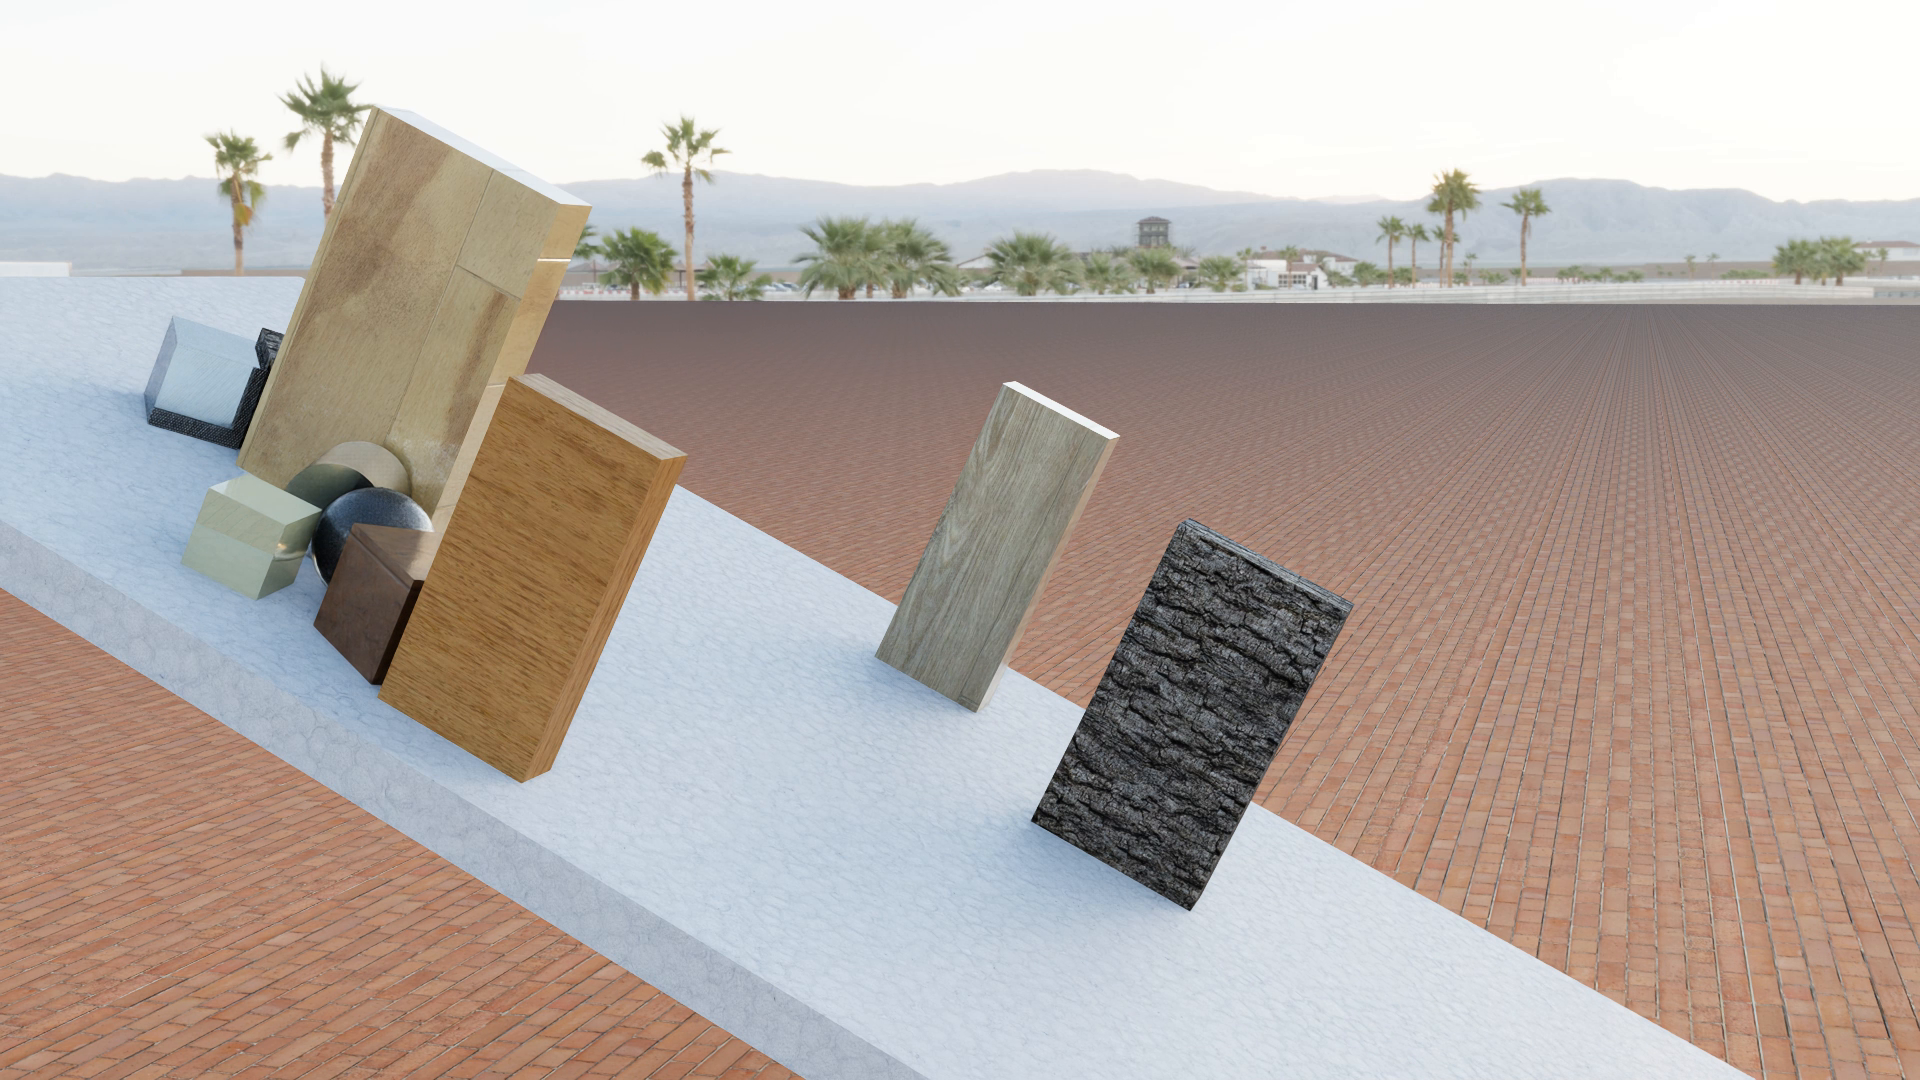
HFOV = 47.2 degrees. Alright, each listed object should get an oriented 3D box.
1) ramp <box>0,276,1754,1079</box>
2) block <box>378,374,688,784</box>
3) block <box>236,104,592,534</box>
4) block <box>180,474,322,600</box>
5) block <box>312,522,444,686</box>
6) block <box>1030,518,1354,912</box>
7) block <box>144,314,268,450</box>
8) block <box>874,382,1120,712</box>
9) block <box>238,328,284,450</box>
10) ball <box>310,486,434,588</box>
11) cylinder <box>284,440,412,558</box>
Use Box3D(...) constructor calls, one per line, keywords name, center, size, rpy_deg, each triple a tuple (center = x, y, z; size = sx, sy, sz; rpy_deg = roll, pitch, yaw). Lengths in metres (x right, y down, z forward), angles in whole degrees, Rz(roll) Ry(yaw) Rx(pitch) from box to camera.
Box3D(name="ramp", center=(-0.252, 0.426, 4.164), size=(4.000, 0.100, 2.000), rpy_deg=(28, 14, 12))
Box3D(name="block", center=(-0.663, 0.059, 3.395), size=(0.276, 0.562, 0.096), rpy_deg=(28, 14, 12))
Box3D(name="block", center=(-1.009, -0.372, 4.041), size=(0.410, 0.727, 0.124), rpy_deg=(28, 14, 12))
Box3D(name="block", center=(-1.170, -0.006, 3.635), size=(0.140, 0.140, 0.140), rpy_deg=(26, 14, 3))
Box3D(name="block", center=(-0.895, 0.109, 3.586), size=(0.191, 0.191, 0.191), rpy_deg=(36, 17, 36))
Box3D(name="block", center=(0.434, 0.329, 4.152), size=(0.347, 0.648, 0.103), rpy_deg=(28, 14, 12))
Box3D(name="block", center=(-1.441, -0.301, 4.197), size=(0.168, 0.168, 0.168), rpy_deg=(18, 15, -29))
Box3D(name="block", center=(0.076, 0.016, 4.668), size=(0.254, 0.656, 0.096), rpy_deg=(28, 14, 12))
Box3D(name="block", center=(-1.294, -0.270, 4.297), size=(0.190, 0.190, 0.190), rpy_deg=(18, 15, -29))
Box3D(name="ball", center=(-0.994, 0.013, 3.735), size=(0.207, 0.207, 0.207), rpy_deg=(0, 7, 0))
Box3D(name="cylinder", center=(-1.091, -0.068, 3.915), size=(0.183, 0.183, 0.183), rpy_deg=(0, 15, 0))
